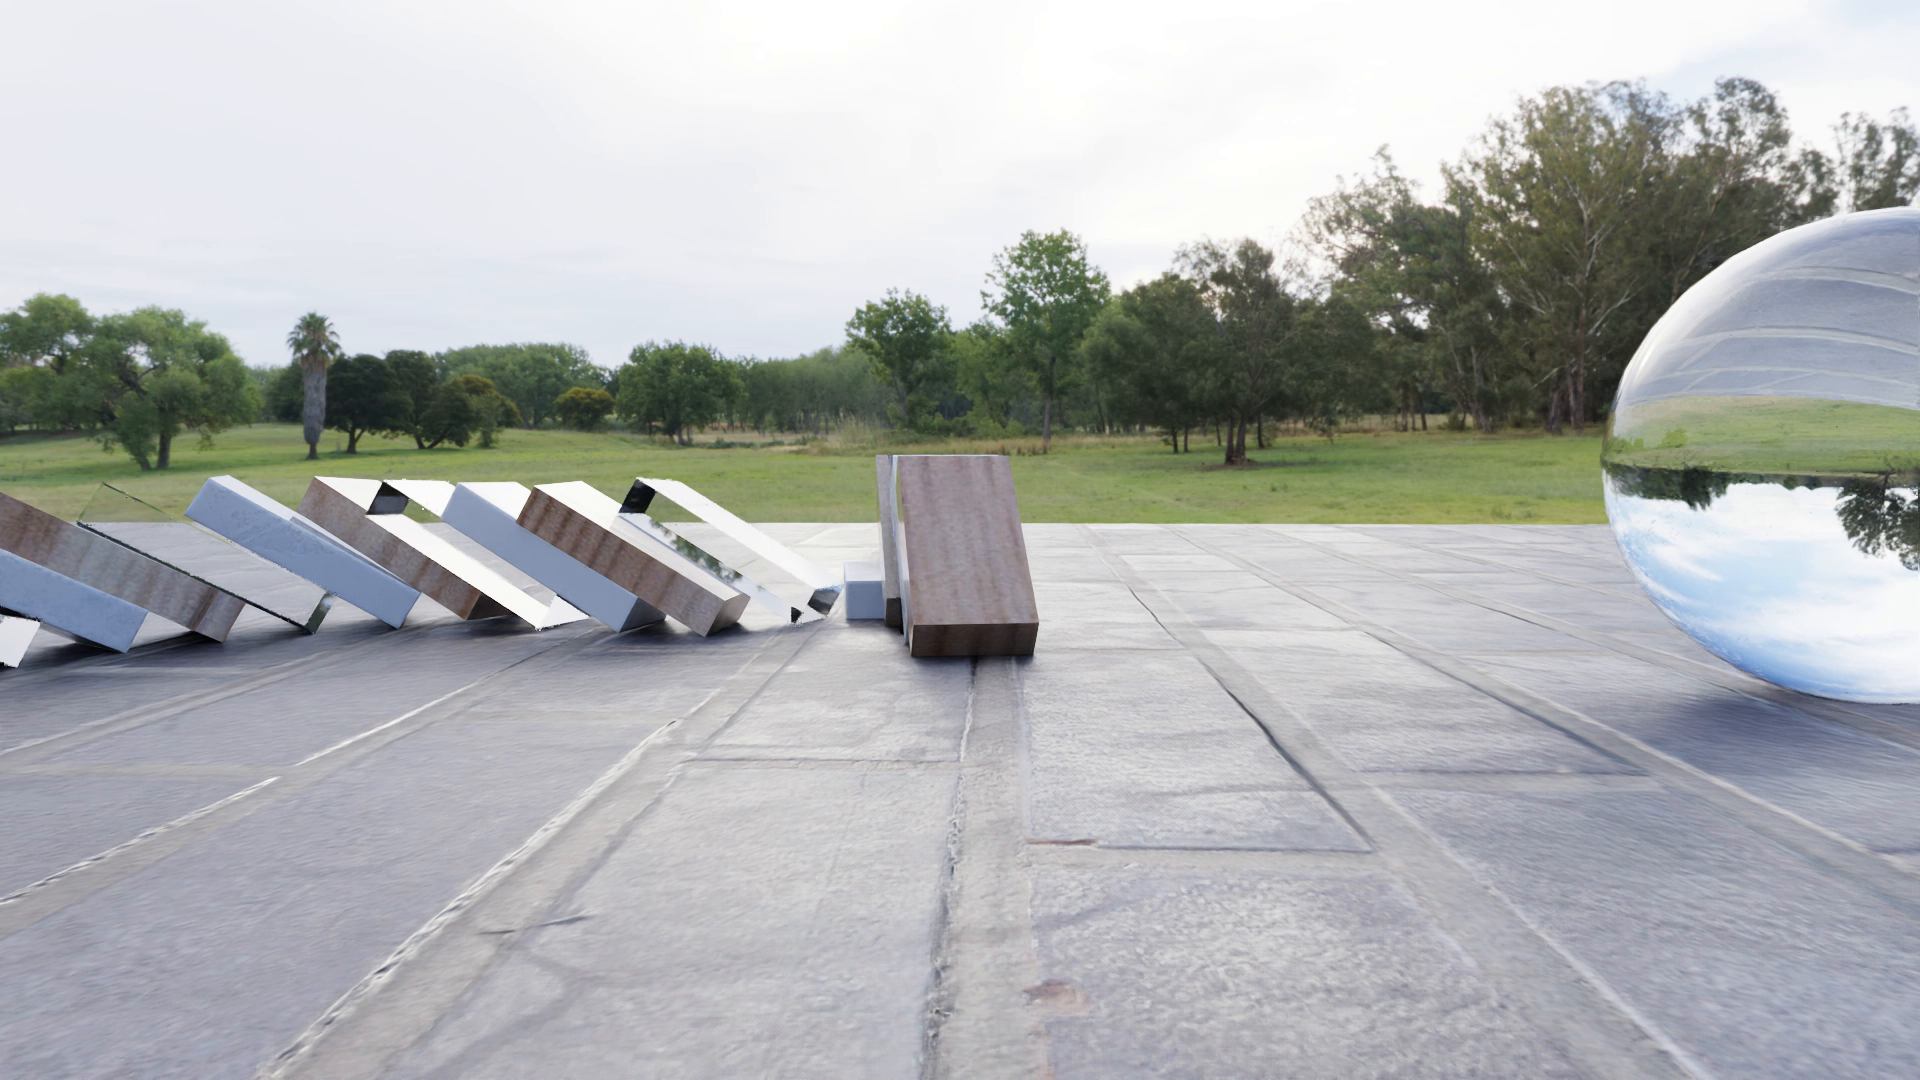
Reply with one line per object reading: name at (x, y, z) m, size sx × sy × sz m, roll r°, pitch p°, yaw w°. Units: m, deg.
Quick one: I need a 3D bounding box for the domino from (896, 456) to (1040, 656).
domino at (0.001, 0.002, 0.273) m, size 0.025 × 0.009 × 0.050 m, roll -1°, pitch 45°, yaw -7°

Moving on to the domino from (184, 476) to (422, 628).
domino at (-0.151, 0.003, 0.299) m, size 0.050 × 0.009 × 0.025 m, roll 33°, pitch -8°, yaw -20°

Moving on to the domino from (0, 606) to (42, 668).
domino at (-0.201, 0.009, 0.233) m, size 0.025 × 0.009 × 0.050 m, roll 3°, pitch -24°, yaw 31°

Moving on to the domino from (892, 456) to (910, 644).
domino at (-0.001, 0.001, 0.287) m, size 0.025 × 0.009 × 0.050 m, roll -1°, pitch 45°, yaw -7°

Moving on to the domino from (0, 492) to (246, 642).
domino at (-0.181, 0.005, 0.270) m, size 0.025 × 0.010 × 0.050 m, roll 4°, pitch -25°, yaw 46°

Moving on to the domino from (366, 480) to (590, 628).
domino at (-0.112, 0.003, 0.305) m, size 0.050 × 0.010 × 0.025 m, roll 31°, pitch 7°, yaw 8°

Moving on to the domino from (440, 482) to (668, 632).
domino at (-0.093, 0.003, 0.300) m, size 0.050 × 0.010 × 0.025 m, roll 31°, pitch 8°, yaw 8°

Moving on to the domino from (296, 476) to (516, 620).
domino at (-0.132, 0.002, 0.312) m, size 0.050 × 0.010 × 0.025 m, roll 31°, pitch 5°, yaw 7°

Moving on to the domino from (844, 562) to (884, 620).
domino at (-0.018, 0.013, 0.336) m, size 0.025 × 0.009 × 0.050 m, roll 0°, pitch 4°, yaw -6°

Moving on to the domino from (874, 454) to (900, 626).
domino at (-0.007, -0.001, 0.316) m, size 0.025 × 0.009 × 0.050 m, roll -1°, pitch 45°, yaw -7°

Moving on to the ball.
ball at (0.149, -0.013, 0.209) m, size 0.080 × 0.080 × 0.080 m, roll 0°, pitch 4°, yaw 0°

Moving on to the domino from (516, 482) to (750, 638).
domino at (-0.074, 0.004, 0.296) m, size 0.050 × 0.009 × 0.025 m, roll 30°, pitch 8°, yaw 4°

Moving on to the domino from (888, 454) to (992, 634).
domino at (-0.003, 0.000, 0.302) m, size 0.025 × 0.010 × 0.050 m, roll -1°, pitch 45°, yaw -7°

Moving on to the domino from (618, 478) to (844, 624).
domino at (-0.054, 0.002, 0.307) m, size 0.050 × 0.010 × 0.025 m, roll 31°, pitch 6°, yaw 9°

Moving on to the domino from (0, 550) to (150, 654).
domino at (-0.191, 0.007, 0.251) m, size 0.025 × 0.009 × 0.050 m, roll 3°, pitch -24°, yaw 36°

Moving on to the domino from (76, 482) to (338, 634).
domino at (-0.167, 0.004, 0.285) m, size 0.050 × 0.009 × 0.025 m, roll 34°, pitch -16°, yaw -31°
